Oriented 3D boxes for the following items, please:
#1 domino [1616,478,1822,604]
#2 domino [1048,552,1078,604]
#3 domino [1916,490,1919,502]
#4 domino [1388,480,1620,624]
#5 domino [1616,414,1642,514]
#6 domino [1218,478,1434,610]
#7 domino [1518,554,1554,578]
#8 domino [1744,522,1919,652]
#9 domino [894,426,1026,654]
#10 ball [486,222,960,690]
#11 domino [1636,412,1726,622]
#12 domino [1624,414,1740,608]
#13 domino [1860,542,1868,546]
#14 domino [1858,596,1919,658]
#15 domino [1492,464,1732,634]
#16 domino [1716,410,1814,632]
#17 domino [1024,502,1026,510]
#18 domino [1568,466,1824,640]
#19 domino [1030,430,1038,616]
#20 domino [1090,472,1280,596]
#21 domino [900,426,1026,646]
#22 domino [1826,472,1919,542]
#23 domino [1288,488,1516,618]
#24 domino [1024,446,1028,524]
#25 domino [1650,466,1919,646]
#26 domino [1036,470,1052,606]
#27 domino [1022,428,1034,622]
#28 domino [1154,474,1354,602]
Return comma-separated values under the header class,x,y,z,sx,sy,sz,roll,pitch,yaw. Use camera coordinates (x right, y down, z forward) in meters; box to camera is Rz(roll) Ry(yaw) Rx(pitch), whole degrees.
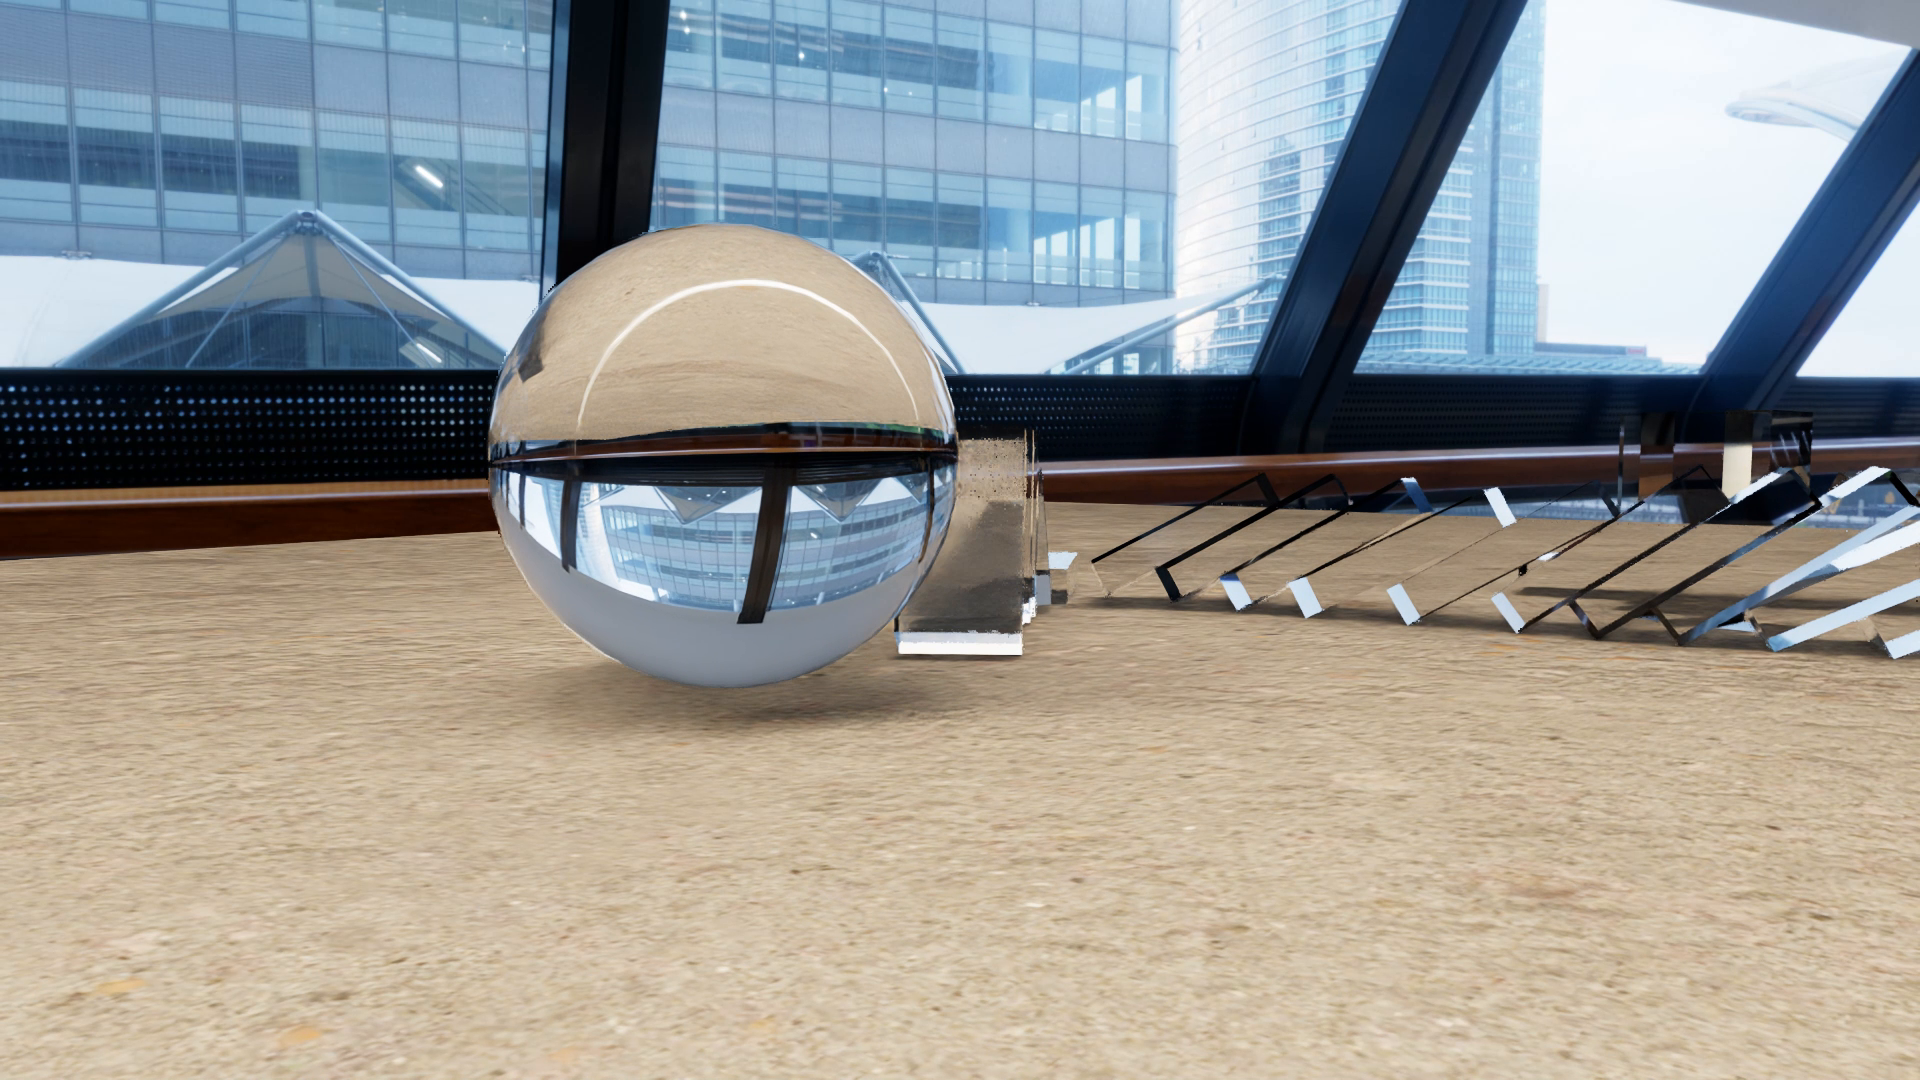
class,x,y,z,sx,sy,sz,roll,pitch,yaw
domino,0.212,-0.001,0.359,0.050,0.010,0.025,37,24,29
domino,0.020,0.010,0.367,0.025,0.009,0.050,1,4,8
domino,0.263,0.001,0.320,0.025,0.010,0.050,9,36,11
domino,0.128,0.003,0.301,0.050,0.009,0.025,-34,-13,27
domino,0.185,-0.007,0.332,0.025,0.050,0.010,3,5,36
domino,0.092,0.001,0.324,0.050,0.009,0.025,-32,-12,25
domino,0.189,0.010,0.368,0.050,0.010,0.025,3,5,32
domino,0.190,0.007,0.264,0.050,0.009,0.025,-29,-9,24
domino,0.001,-0.001,0.269,0.025,0.050,0.010,0,-31,4
ball,-0.040,-0.014,0.224,0.080,0.080,0.080,0,4,0
domino,0.179,-0.006,0.313,0.025,0.050,0.010,-1,5,-19
domino,0.193,-0.008,0.343,0.025,0.050,0.009,3,5,33
domino,0.231,-0.001,0.350,0.025,0.009,0.050,-4,38,-43
domino,0.208,0.007,0.255,0.050,0.009,0.025,-30,-8,25
domino,0.146,0.002,0.289,0.050,0.010,0.025,-39,-14,27
domino,0.188,-0.005,0.299,0.025,0.050,0.010,-3,5,-38
domino,0.002,-0.003,0.292,0.025,0.050,0.010,0,-31,5
domino,0.159,0.003,0.279,0.050,0.010,0.025,-39,-14,25
domino,0.007,-0.005,0.326,0.025,0.050,0.009,0,-31,5
domino,0.060,-0.001,0.343,0.050,0.009,0.025,-27,-7,3
domino,0.001,-0.002,0.280,0.025,0.050,0.010,0,-31,4
domino,0.257,0.000,0.338,0.025,0.010,0.050,1,36,-7
domino,0.108,0.003,0.314,0.050,0.010,0.025,-30,-11,28
domino,0.003,-0.003,0.303,0.025,0.050,0.010,0,-31,5
domino,0.172,0.003,0.271,0.050,0.010,0.025,-39,-14,26
domino,0.011,-0.001,0.346,0.025,0.010,0.050,-3,35,3
domino,0.005,-0.004,0.315,0.025,0.050,0.010,0,-31,5
domino,0.077,0.000,0.333,0.050,0.010,0.025,-30,-11,18
